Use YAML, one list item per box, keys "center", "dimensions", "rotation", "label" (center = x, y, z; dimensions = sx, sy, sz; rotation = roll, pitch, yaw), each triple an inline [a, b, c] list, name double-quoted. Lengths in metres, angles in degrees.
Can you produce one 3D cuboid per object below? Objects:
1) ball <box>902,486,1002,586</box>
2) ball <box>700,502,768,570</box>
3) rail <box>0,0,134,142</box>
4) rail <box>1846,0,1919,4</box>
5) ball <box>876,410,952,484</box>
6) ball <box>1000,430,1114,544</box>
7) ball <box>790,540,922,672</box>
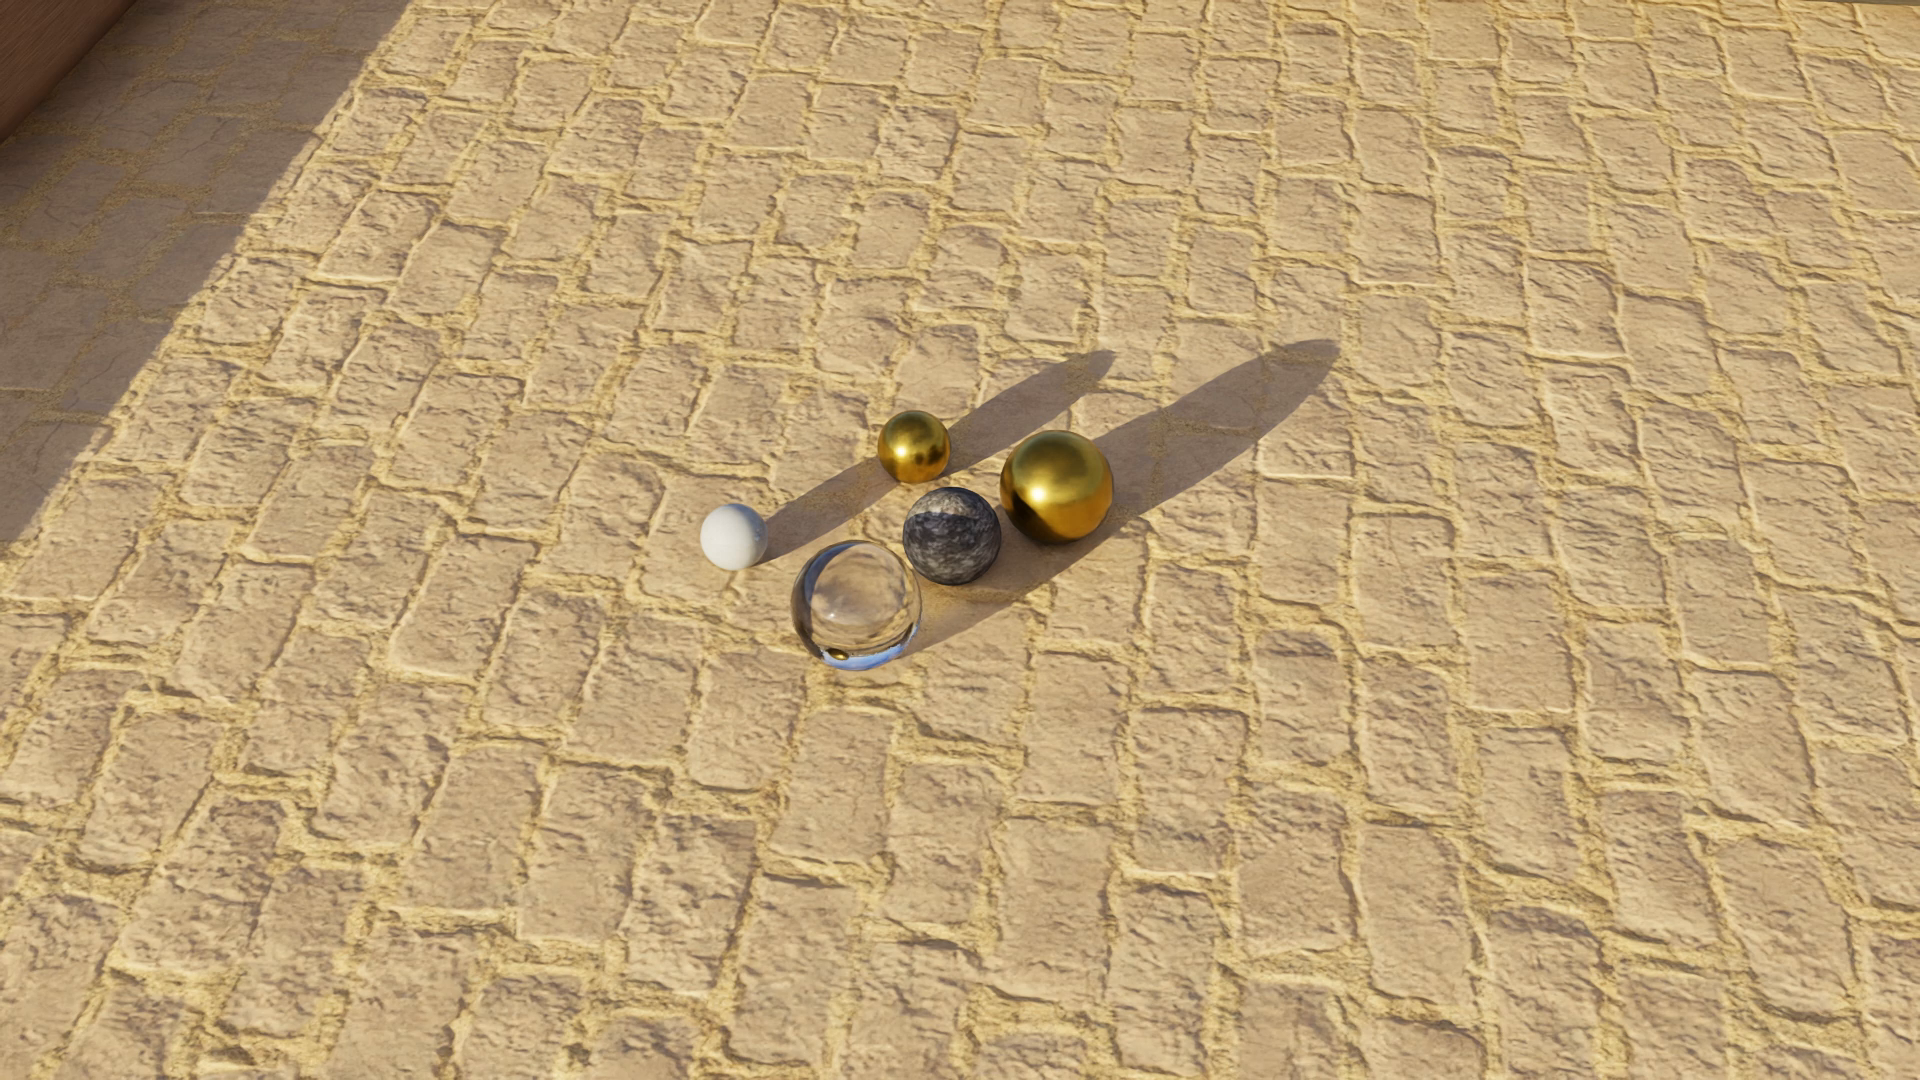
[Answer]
- center: [-0.006, -0.003, 1.768]
  dimensions: [0.068, 0.068, 0.068]
  rotation: [0, 35, 0]
  label: "ball"
- center: [-0.157, -0.002, 1.785]
  dimensions: [0.047, 0.047, 0.047]
  rotation: [0, 35, 0]
  label: "ball"
- center: [-0.917, -0.084, 1.843]
  dimensions: [0.045, 0.113, 2.176]
  rotation: [4, 36, 6]
  label: "rail"
- center: [1.070, -0.564, 2.518]
  dimensions: [3.791, 0.113, 0.045]
  rotation: [4, 36, 6]
  label: "rail"
- center: [-0.033, -0.068, 1.872]
  dimensions: [0.054, 0.054, 0.054]
  rotation: [0, 35, 0]
  label: "ball"
- center: [0.068, -0.037, 1.806]
  dimensions: [0.081, 0.081, 0.081]
  rotation: [0, 35, 0]
  label: "ball"
- center: [-0.068, 0.043, 1.687]
  dimensions: [0.087, 0.087, 0.087]
  rotation: [0, 35, 0]
  label: "ball"
